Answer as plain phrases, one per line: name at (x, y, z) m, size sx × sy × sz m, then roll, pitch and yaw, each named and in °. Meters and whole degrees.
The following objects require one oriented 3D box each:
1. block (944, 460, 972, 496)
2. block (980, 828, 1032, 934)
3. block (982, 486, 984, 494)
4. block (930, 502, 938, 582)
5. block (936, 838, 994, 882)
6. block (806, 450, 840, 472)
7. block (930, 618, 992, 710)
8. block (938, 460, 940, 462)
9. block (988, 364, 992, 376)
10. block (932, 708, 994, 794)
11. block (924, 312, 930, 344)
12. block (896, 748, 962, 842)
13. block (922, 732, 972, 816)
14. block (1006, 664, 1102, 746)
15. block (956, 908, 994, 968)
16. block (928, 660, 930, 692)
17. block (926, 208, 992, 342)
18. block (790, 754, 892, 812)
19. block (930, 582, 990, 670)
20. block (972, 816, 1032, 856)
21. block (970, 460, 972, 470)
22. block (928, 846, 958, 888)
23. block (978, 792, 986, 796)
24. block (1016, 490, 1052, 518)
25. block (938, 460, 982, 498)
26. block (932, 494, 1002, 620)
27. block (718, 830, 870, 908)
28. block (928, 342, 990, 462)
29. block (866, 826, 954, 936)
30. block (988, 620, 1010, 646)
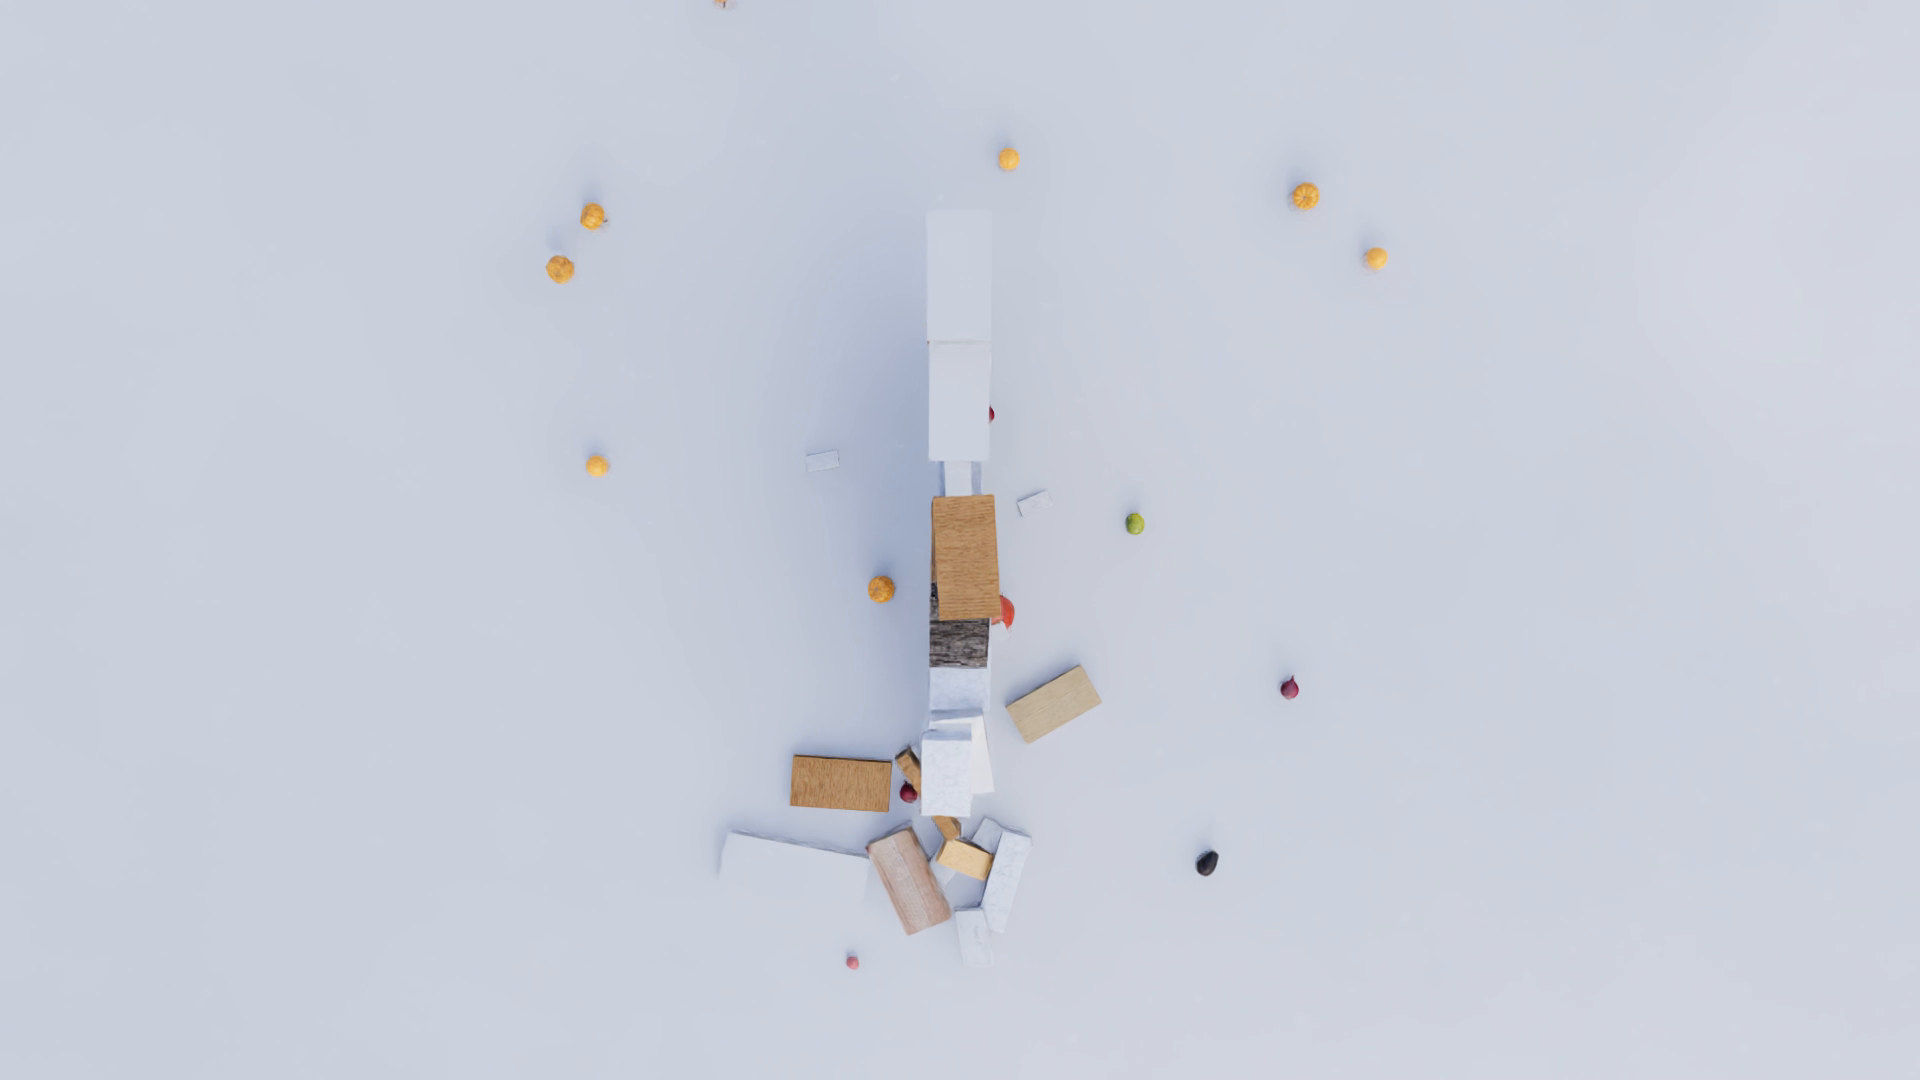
block at (-0.006, -0.187, 4.430) m, size 0.070 × 0.020 × 0.140 m, roll -2°, pitch 86°, yaw 0°
block at (0.143, 1.130, 5.466) m, size 0.097 × 0.028 × 0.336 m, roll 16°, pitch 97°, yaw 0°
block at (0.007, -0.151, 5.124) m, size 0.122 × 0.498 × 0.034 m, roll 0°, pitch 91°, yaw 0°
block at (0.001, 0.030, 4.653) m, size 0.167 × 0.334 × 0.047 m, roll 2°, pitch 45°, yaw 1°
block at (0.019, 1.054, 5.458) m, size 0.182 × 0.026 × 0.091 m, roll 26°, pitch 90°, yaw -19°
block at (-0.458, -0.262, 5.492) m, size 0.106 × 0.015 × 0.053 m, roll -11°, pitch 90°, yaw 0°
block at (0.002, 0.319, 4.815) m, size 0.176 × 0.050 × 0.351 m, roll 1°, pitch 96°, yaw 0°
block at (-0.001, -0.306, 4.692) m, size 0.123 × 0.306 × 0.035 m, roll 0°, pitch 67°, yaw 0°
block at (0.003, -0.458, 4.354) m, size 0.151 × 0.301 × 0.043 m, roll -3°, pitch 92°, yaw 0°
block at (0.012, 0.627, 4.866) m, size 0.144 × 0.041 × 0.288 m, roll -6°, pitch 122°, yaw 5°
block at (-0.007, -0.552, 4.294) m, size 0.162 × 0.324 × 0.046 m, roll -1°, pitch 91°, yaw 0°
block at (-0.101, 0.834, 5.421) m, size 0.045 × 0.158 × 0.315 m, roll -33°, pitch 90°, yaw 1°
block at (-0.040, 0.691, 4.859) m, size 0.144 × 0.041 × 0.288 m, roll 1°, pitch 122°, yaw 0°
block at (0.312, 0.546, 5.480) m, size 0.288 × 0.041 × 0.144 m, roll -30°, pitch 90°, yaw 0°
block at (0.048, 1.318, 5.464) m, size 0.097 × 0.028 × 0.194 m, roll -7°, pitch 95°, yaw 17°
block at (-0.006, 0.366, 5.073) m, size 0.176 × 0.452 × 0.050 m, roll 0°, pitch 105°, yaw 0°
block at (-0.003, -0.659, 4.109) m, size 0.162 × 0.046 × 0.324 m, roll 0°, pitch 90°, yaw 0°
block at (-0.395, 0.809, 5.477) m, size 0.327 × 0.046 × 0.163 m, roll 4°, pitch 90°, yaw 0°
block at (-0.001, 0.246, 4.648) m, size 0.167 × 0.334 × 0.047 m, roll 2°, pitch 50°, yaw 0°
block at (0.138, 1.008, 5.487) m, size 0.182 × 0.026 × 0.091 m, roll 33°, pitch 90°, yaw 0°
block at (-0.004, -0.226, 4.513) m, size 0.070 × 0.140 × 0.020 m, roll -1°, pitch 72°, yaw 0°
block at (-0.062, 1.092, 5.487) m, size 0.091 × 0.026 × 0.182 m, roll 39°, pitch 90°, yaw 0°
block at (0.000, 0.725, 5.232) m, size 0.158 × 0.535 × 0.045 m, roll 6°, pitch 93°, yaw 0°
block at (0.249, -0.120, 5.492) m, size 0.106 × 0.015 × 0.053 m, roll -23°, pitch 90°, yaw 0°
block at (0.002, -0.200, 4.598) m, size 0.118 × 0.033 × 0.236 m, roll 1°, pitch 87°, yaw 0°
block at (0.019, 0.047, 4.487) m, size 0.167 × 0.047 × 0.334 m, roll -3°, pitch 87°, yaw 0°
block at (-0.549, 1.091, 5.477) m, size 0.483 × 0.046 × 0.163 m, roll 11°, pitch 89°, yaw 0°
block at (-0.003, -0.352, 4.186) m, size 0.151 × 0.043 × 0.301 m, roll 1°, pitch 92°, yaw 0°
block at (-0.168, 1.128, 5.453) m, size 0.163 × 0.046 × 0.327 m, roll -25°, pitch 90°, yaw 17°
block at (0.086, 0.277, 4.778) m, size 0.106 × 0.015 × 0.053 m, roll -22°, pitch 95°, yaw 2°
